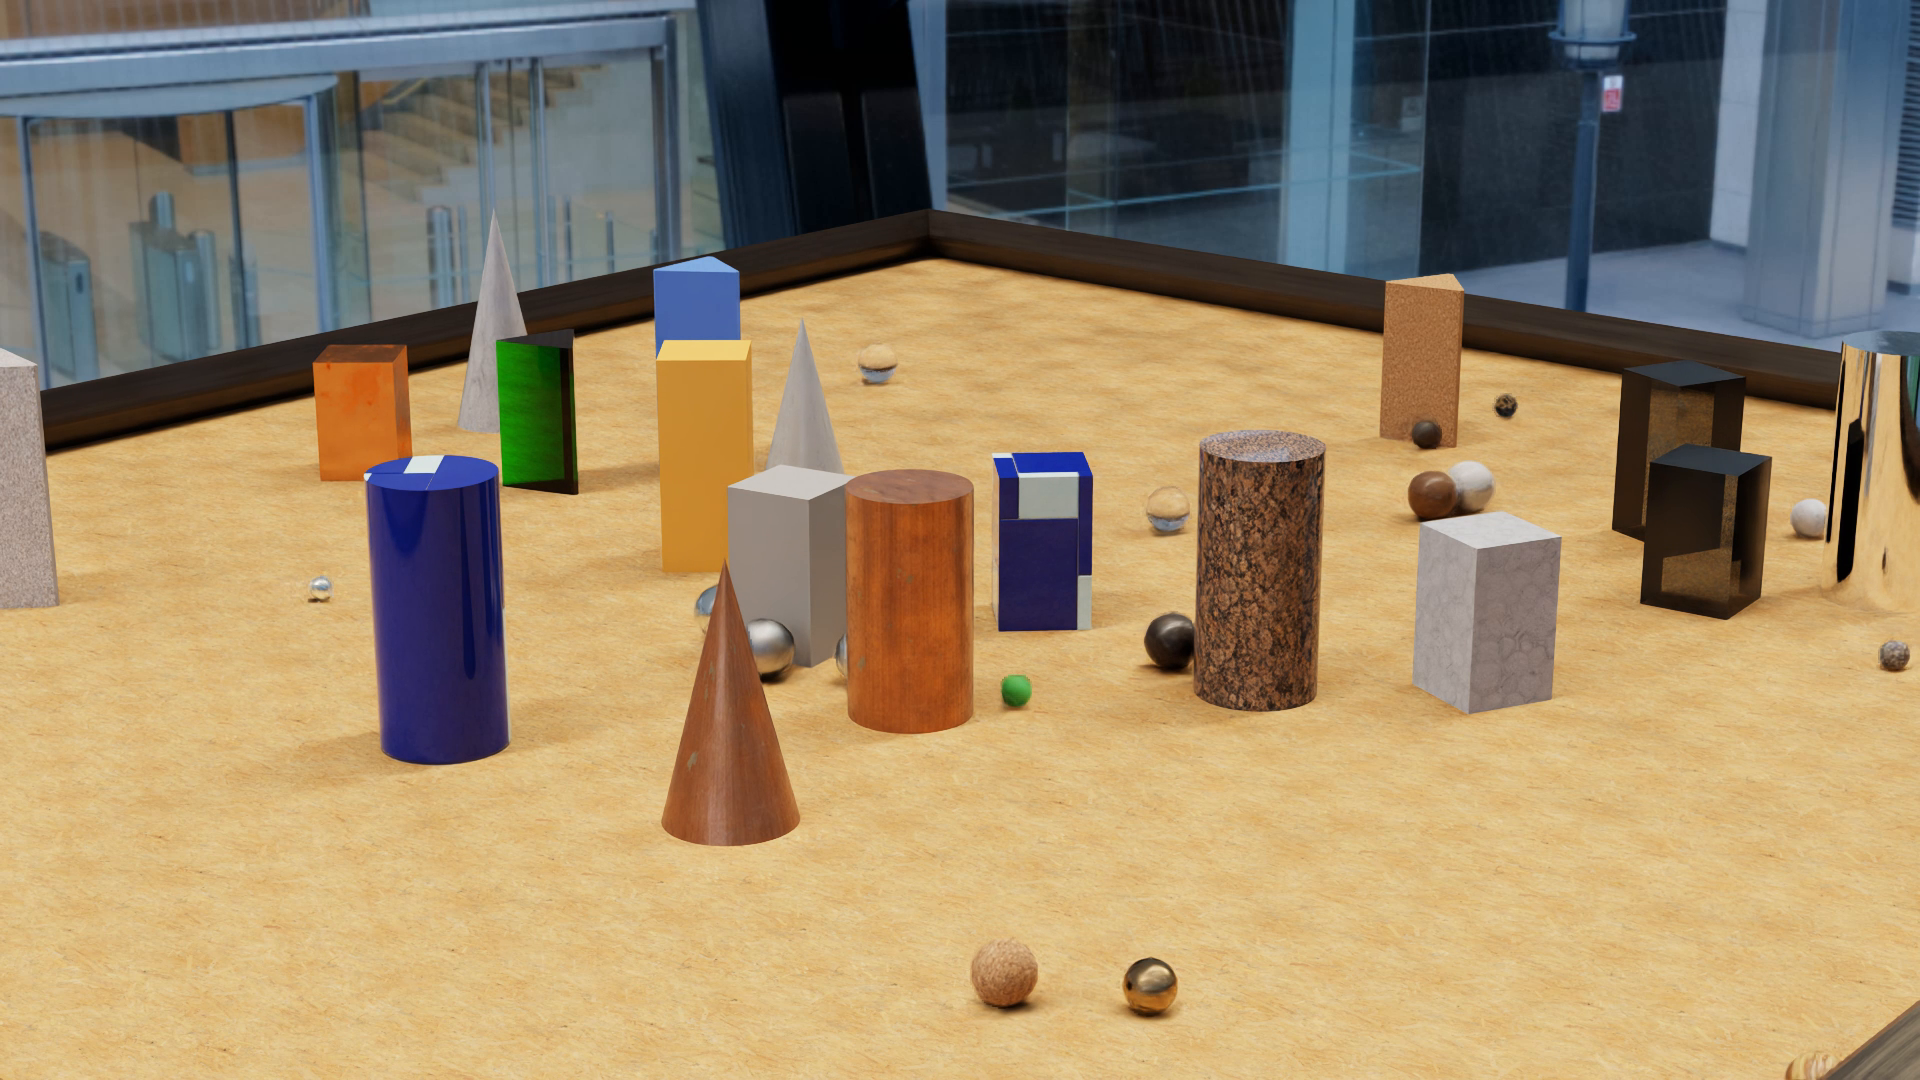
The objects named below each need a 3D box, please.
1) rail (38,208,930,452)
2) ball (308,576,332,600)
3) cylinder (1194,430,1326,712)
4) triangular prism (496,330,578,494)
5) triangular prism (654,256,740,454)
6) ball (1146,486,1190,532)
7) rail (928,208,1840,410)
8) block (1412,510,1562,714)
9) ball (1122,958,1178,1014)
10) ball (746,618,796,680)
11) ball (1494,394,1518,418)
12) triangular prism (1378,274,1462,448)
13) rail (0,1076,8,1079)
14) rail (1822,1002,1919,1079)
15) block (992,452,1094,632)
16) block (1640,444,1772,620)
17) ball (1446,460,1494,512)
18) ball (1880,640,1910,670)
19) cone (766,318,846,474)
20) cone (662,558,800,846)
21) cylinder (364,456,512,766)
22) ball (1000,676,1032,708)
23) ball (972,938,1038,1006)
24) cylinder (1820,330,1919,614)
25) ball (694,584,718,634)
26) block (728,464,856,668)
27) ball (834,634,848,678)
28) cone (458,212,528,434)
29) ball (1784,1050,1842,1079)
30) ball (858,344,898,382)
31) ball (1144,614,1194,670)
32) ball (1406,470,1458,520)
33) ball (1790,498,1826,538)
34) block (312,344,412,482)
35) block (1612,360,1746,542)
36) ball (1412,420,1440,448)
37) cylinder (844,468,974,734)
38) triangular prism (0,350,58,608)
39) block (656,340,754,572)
[{"bbox_3d":[-1.534,-0.353,6.395,0.045,0.127,4.469,14,22,39],"label":"rail"},{"bbox_3d":[-1.112,0.084,5.098,0.042,0.042,0.042,0,17,0],"label":"ball"},{"bbox_3d":[0.469,0.047,4.599,0.196,0.402,0.196,0,17,0],"label":"cylinder"},{"bbox_3d":[-0.799,-0.258,5.797,0.170,0.294,0.147,7,18,22],"label":"triangular prism"},{"bbox_3d":[-0.512,-0.353,5.906,0.170,0.413,0.147,2,17,6],"label":"triangular prism"},{"bbox_3d":[0.390,-0.058,5.497,0.084,0.084,0.084,0,17,0],"label":"ball"},{"bbox_3d":[1.449,-0.450,6.718,4.111,0.127,0.045,14,22,39],"label":"rail"},{"bbox_3d":[0.827,0.112,4.613,0.157,0.269,0.157,-8,18,-24],"label":"block"},{"bbox_3d":[0.230,0.539,3.546,0.068,0.068,0.068,0,17,0],"label":"ball"},{"bbox_3d":[-0.313,0.174,4.704,0.097,0.097,0.097,0,17,0],"label":"ball"},{"bbox_3d":[1.178,-0.289,6.326,0.048,0.048,0.048,0,17,0],"label":"ball"},{"bbox_3d":[0.992,-0.381,6.138,0.170,0.332,0.147,10,19,29],"label":"triangular prism"},{"bbox_3d":[-1.449,0.514,3.522,4.111,0.127,0.045,14,22,39],"label":"rail"},{"bbox_3d":[1.534,0.416,3.845,0.045,0.127,4.469,14,22,39],"label":"rail"},{"bbox_3d":[0.138,0.002,4.979,0.157,0.269,0.157,-1,17,-4],"label":"block"},{"bbox_3d":[1.288,-0.016,5.064,0.157,0.254,0.157,12,20,34],"label":"block"},{"bbox_3d":[0.975,-0.104,5.624,0.098,0.098,0.098,0,17,0],"label":"ball"},{"bbox_3d":[1.514,0.186,4.750,0.048,0.048,0.048,0,17,0],"label":"ball"},{"bbox_3d":[-0.296,-0.234,5.553,0.196,0.389,0.196,0,17,0],"label":"cone"},{"bbox_3d":[-0.323,0.209,4.085,0.196,0.388,0.196,0,17,0],"label":"cone"},{"bbox_3d":[-0.777,0.103,4.375,0.196,0.423,0.196,0,17,0],"label":"cylinder"},{"bbox_3d":[0.088,0.236,4.581,0.049,0.049,0.049,0,17,0],"label":"ball"},{"bbox_3d":[0.054,0.525,3.566,0.082,0.082,0.082,0,17,0],"label":"ball"},{"bbox_3d":[1.604,-0.118,5.059,0.196,0.453,0.196,0,17,0],"label":"cylinder"},{"bbox_3d":[-0.394,0.120,4.885,0.096,0.096,0.096,0,17,0],"label":"ball"},{"bbox_3d":[-0.270,0.041,4.821,0.157,0.284,0.157,9,19,29],"label":"block"},{"bbox_3d":[-0.156,0.184,4.686,0.088,0.088,0.088,0,17,0],"label":"ball"},{"bbox_3d":[-0.979,-0.476,6.223,0.196,0.466,0.196,0,17,0],"label":"cone"},{"bbox_3d":[0.964,0.611,3.297,0.073,0.073,0.073,0,17,0],"label":"ball"},{"bbox_3d":[-0.185,-0.400,6.624,0.089,0.089,0.089,0,17,0],"label":"ball"},{"bbox_3d":[0.344,0.164,4.746,0.092,0.092,0.092,0,17,0],"label":"ball"},{"bbox_3d":[0.897,-0.086,5.569,0.096,0.096,0.096,0,17,0],"label":"ball"},{"bbox_3d":[1.583,-0.041,5.461,0.072,0.072,0.072,0,17,0],"label":"ball"},{"bbox_3d":[-1.196,-0.256,5.879,0.157,0.242,0.157,0,17,0],"label":"block"},{"bbox_3d":[1.331,-0.159,5.437,0.157,0.311,0.157,-8,19,-26],"label":"block"},{"bbox_3d":[0.964,-0.219,6.075,0.058,0.058,0.058,0,17,0],"label":"ball"},{"bbox_3d":[-0.077,0.093,4.510,0.196,0.365,0.196,0,17,0],"label":"cylinder"},{"bbox_3d":[-1.655,-0.108,5.067,0.170,0.427,0.147,-3,17,-9],"label":"triangular prism"},{"bbox_3d":[-0.455,-0.152,5.278,0.157,0.390,0.157,0,17,0],"label":"block"}]
